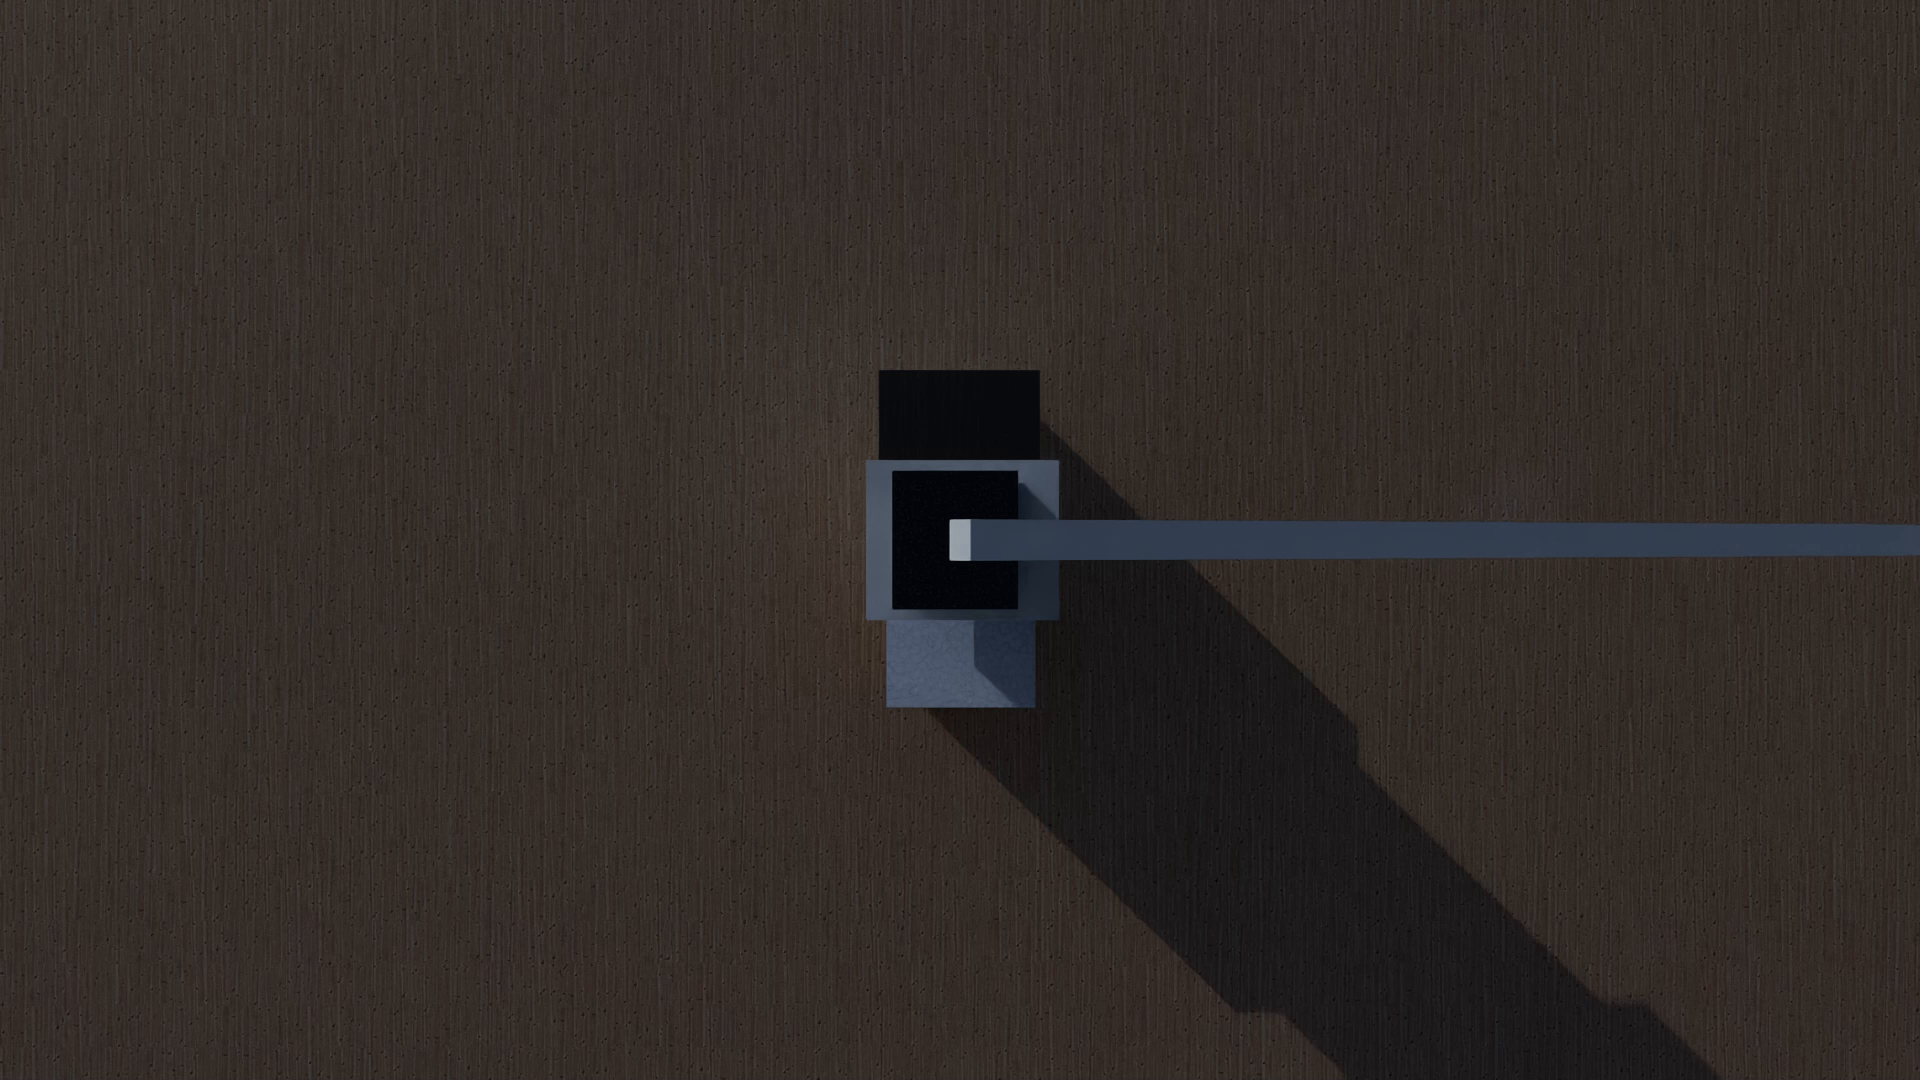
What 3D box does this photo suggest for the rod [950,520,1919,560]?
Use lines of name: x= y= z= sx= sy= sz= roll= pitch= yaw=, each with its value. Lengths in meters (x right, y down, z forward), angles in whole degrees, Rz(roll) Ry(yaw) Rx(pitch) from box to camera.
rod: x=2.234 y=0.000 z=5.608 sx=5.200 sy=0.080 sz=0.080 roll=0 pitch=90 yaw=-31

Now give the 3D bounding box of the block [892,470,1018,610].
block: x=-0.019 y=0.000 z=8.713 sx=0.485 sy=0.500 sz=0.535 roll=0 pitch=90 yaw=0

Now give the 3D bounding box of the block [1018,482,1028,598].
block: x=0.014 y=0.000 z=9.185 sx=0.525 sy=0.444 sz=0.465 roll=0 pitch=90 yaw=0

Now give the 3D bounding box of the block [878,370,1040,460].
block: x=-0.003 y=-0.377 z=11.021 sx=0.778 sy=0.832 sz=0.884 roll=0 pitch=90 yaw=0

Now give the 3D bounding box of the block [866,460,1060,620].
block: x=0.012 y=0.000 z=9.749 sx=0.826 sy=0.682 sz=0.685 roll=0 pitch=90 yaw=0

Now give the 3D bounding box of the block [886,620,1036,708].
block: x=0.005 y=0.447 z=11.093 sx=0.728 sy=0.689 sz=0.744 roll=0 pitch=90 yaw=0
